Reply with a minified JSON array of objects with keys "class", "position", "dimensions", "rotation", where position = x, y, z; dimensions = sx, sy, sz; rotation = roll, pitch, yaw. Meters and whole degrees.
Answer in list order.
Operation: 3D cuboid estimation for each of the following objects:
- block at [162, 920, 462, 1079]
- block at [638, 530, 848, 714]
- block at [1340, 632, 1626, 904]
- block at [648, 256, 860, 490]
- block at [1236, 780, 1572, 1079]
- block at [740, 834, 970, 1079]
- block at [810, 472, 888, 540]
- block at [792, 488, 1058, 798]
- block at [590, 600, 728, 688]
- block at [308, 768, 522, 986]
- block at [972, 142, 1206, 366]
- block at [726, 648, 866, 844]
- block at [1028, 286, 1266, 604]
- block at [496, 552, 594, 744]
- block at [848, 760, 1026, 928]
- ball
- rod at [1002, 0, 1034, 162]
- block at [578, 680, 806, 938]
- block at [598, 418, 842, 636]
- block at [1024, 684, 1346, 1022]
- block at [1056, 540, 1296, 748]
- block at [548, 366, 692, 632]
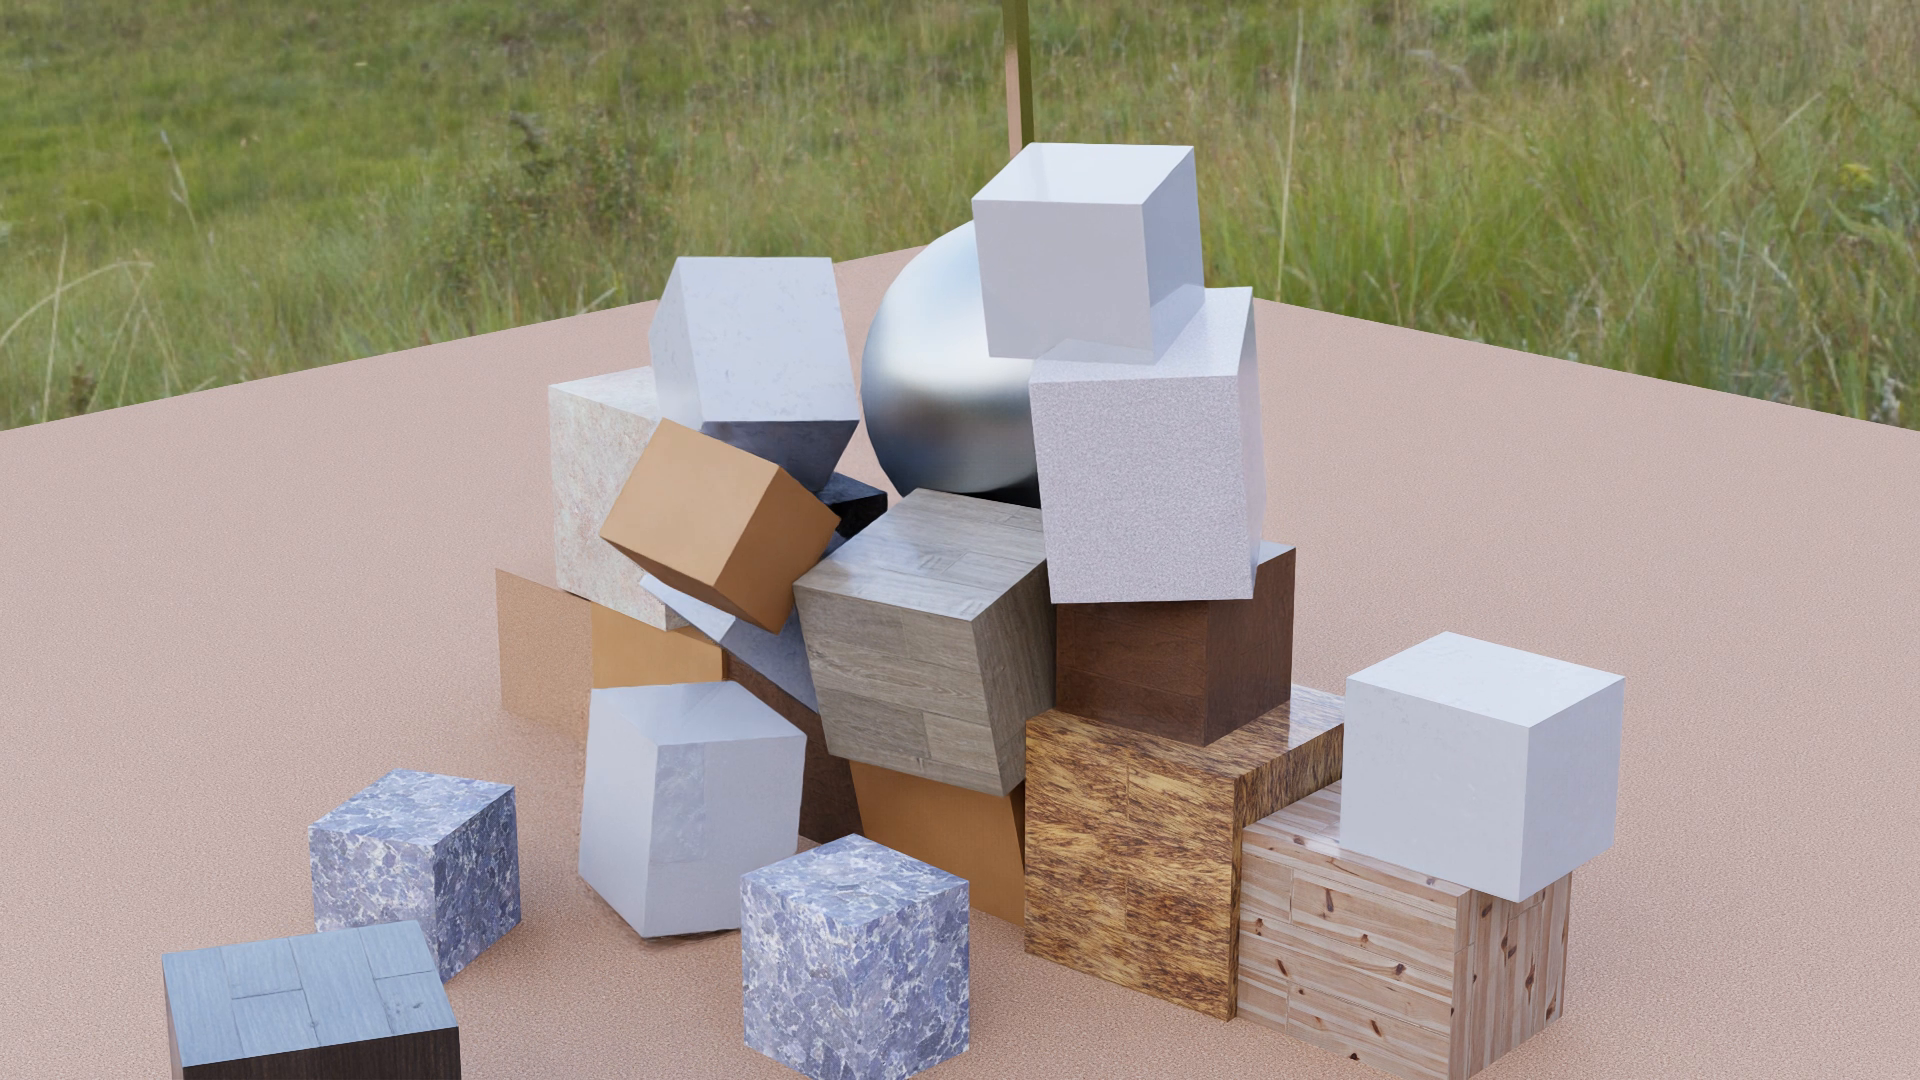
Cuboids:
[{"class":"block","position":[-2.321,2.004,10.532],"dimensions":[0.929,0.860,0.922],"rotation":[-6,18,-18]},{"class":"block","position":[-0.803,0.237,13.242],"dimensions":[0.683,0.694,0.850],"rotation":[32,-6,46]},{"class":"block","position":[2.055,0.877,11.563],"dimensions":[0.819,0.716,0.723],"rotation":[15,23,39]},{"class":"block","position":[-0.979,-0.772,13.768],"dimensions":[0.741,0.872,0.692],"rotation":[-2,-26,-20]},{"class":"block","position":[1.813,1.565,11.967],"dimensions":[1.009,0.839,0.888],"rotation":[15,23,39]},{"class":"block","position":[-0.418,1.694,11.720],"dimensions":[0.613,0.741,0.673],"rotation":[-16,24,-42]},{"class":"block","position":[-0.814,0.052,14.141],"dimensions":[0.661,0.634,0.690],"rotation":[-12,21,-34]},{"class":"block","position":[-0.003,0.424,12.704],"dimensions":[0.947,0.860,0.917],"rotation":[11,34,35]},{"class":"block","position":[-1.163,0.701,14.759],"dimensions":[0.929,0.813,1.010],"rotation":[-17,24,-42]},{"class":"block","position":[-2.345,1.447,12.667],"dimensions":[0.595,0.644,0.710],"rotation":[6,19,20]},{"class":"block","position":[0.526,-1.154,11.735],"dimensions":[0.700,0.669,0.670],"rotation":[4,28,22]},{"class":"block","position":[-0.465,0.880,14.055],"dimensions":[0.851,0.894,0.987],"rotation":[-16,24,-42]},{"class":"block","position":[0.789,-0.395,11.997],"dimensions":[0.815,0.972,0.924],"rotation":[-2,26,11]},{"class":"block","position":[-1.813,0.514,15.401],"dimensions":[0.877,0.784,0.842],"rotation":[-17,24,-42]},{"class":"block","position":[0.176,1.067,13.265],"dimensions":[1.017,0.834,0.846],"rotation":[16,37,41]},{"class":"ball","position":[0.340,-0.717,13.472],"dimensions":[1.600,1.600,1.600],"rotation":[0,17,0]},{"class":"rod","position":[0.147,-3.892,12.273],"dimensions":[0.080,5.200,0.080],"rotation":[17,29,42]},{"class":"block","position":[-1.198,1.178,13.011],"dimensions":[0.700,0.876,0.774],"rotation":[-2,16,-29]},{"class":"block","position":[-1.024,-0.057,12.534],"dimensions":[0.658,0.576,0.592],"rotation":[23,-11,31]},{"class":"block","position":[1.028,1.244,12.595],"dimensions":[1.053,1.074,1.084],"rotation":[14,22,37]},{"class":"block","position":[0.914,0.376,12.422],"dimensions":[0.735,0.686,0.709],"rotation":[12,21,34]},{"class":"block","position":[-1.378,-0.258,14.703],"dimensions":[0.962,1.050,0.934],"rotation":[-15,23,-39]}]
